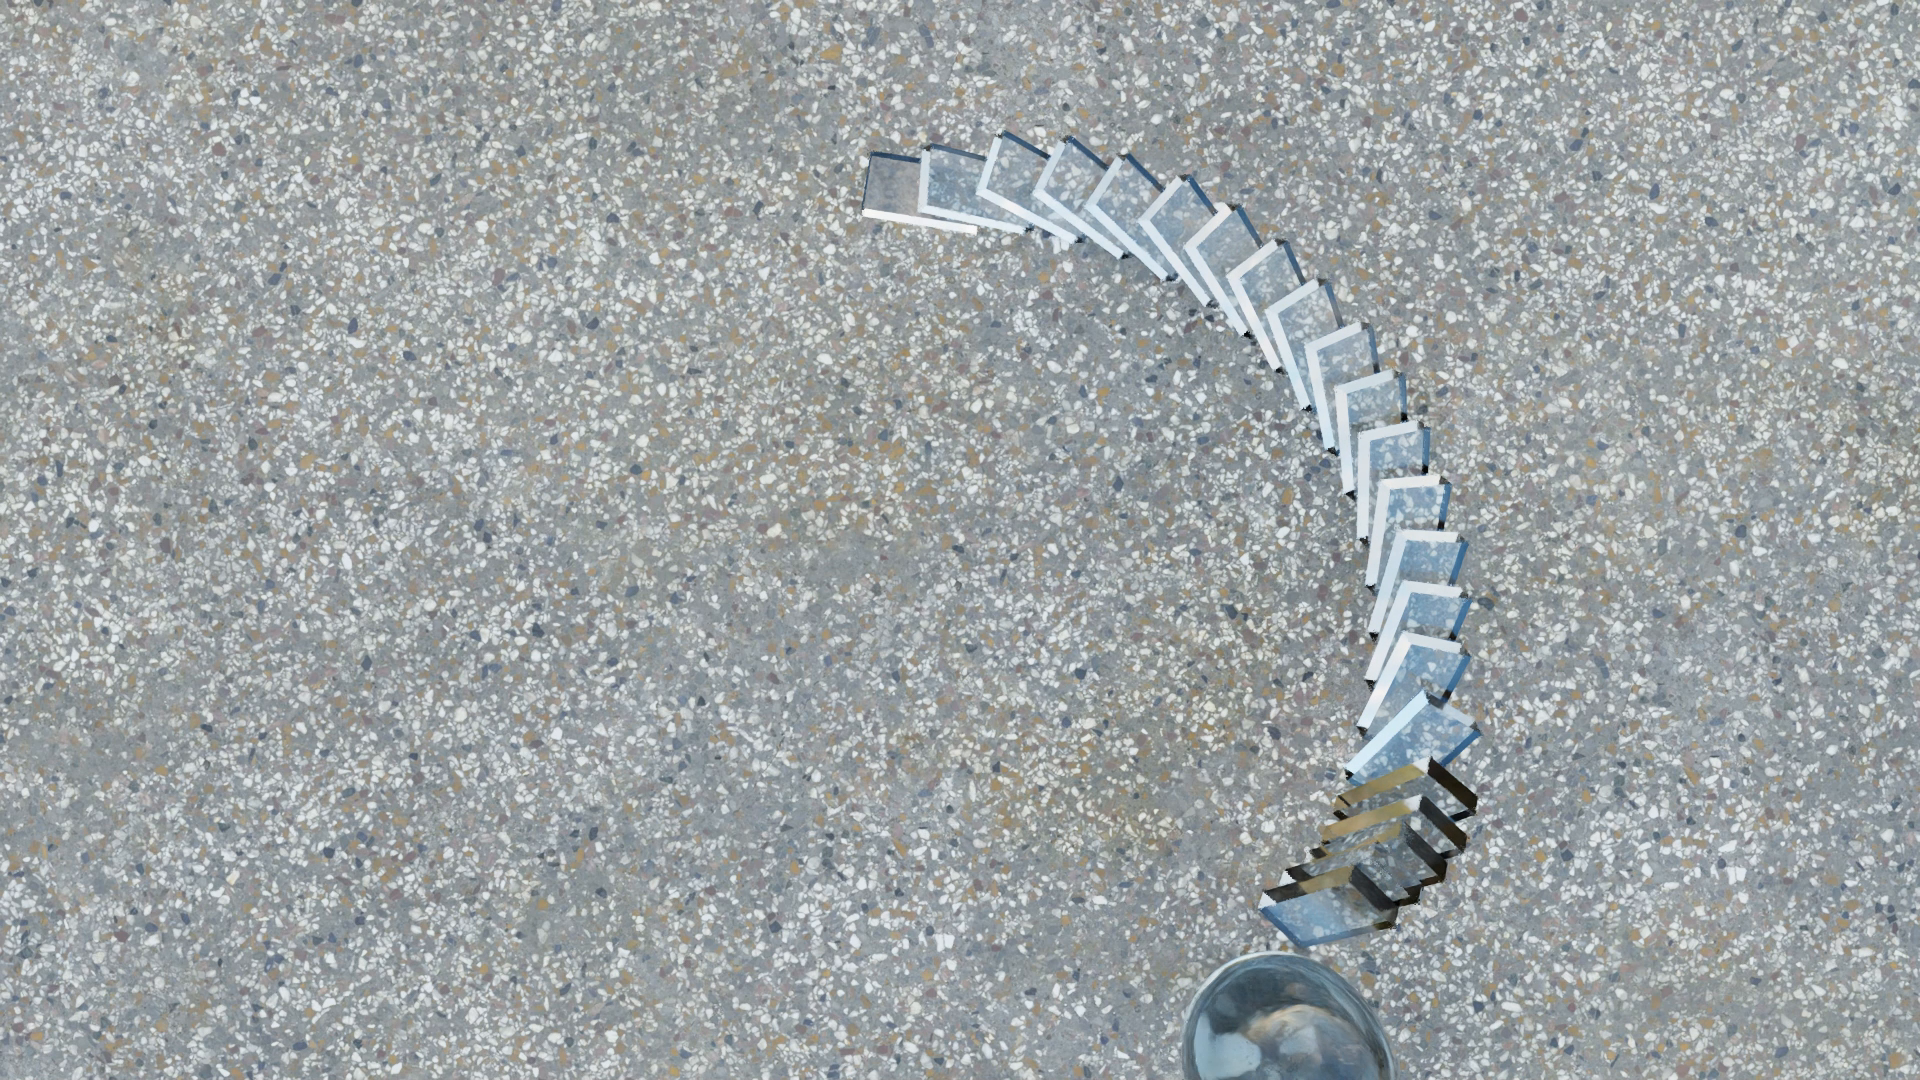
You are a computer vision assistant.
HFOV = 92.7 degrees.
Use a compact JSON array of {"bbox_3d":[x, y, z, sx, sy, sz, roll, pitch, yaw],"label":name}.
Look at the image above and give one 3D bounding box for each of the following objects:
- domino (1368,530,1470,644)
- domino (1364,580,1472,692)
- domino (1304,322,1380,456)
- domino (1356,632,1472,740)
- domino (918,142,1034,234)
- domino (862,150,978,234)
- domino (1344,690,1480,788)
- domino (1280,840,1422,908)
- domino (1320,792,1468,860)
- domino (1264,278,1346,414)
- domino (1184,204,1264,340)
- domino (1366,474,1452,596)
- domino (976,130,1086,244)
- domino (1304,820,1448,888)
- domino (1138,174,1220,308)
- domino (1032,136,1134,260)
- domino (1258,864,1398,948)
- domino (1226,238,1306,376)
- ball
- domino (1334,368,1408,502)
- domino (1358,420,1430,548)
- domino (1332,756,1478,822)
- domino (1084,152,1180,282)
[{"bbox_3d":[0.191,0.021,0.384,0.025,0.009,0.050,3,117,0],"label":"domino"},{"bbox_3d":[0.191,0.042,0.384,0.025,0.009,0.050,7,117,0],"label":"domino"},{"bbox_3d":[0.163,-0.063,0.384,0.025,0.009,0.050,-24,117,0],"label":"domino"},{"bbox_3d":[0.190,0.064,0.384,0.025,0.009,0.050,12,117,0],"label":"domino"},{"bbox_3d":[0.008,-0.147,0.385,0.050,0.009,0.025,3,92,-25],"label":"domino"},{"bbox_3d":[-0.015,-0.150,0.395,0.050,0.009,0.025,9,90,0],"label":"domino"},{"bbox_3d":[0.189,0.089,0.384,0.025,0.009,0.050,31,118,-1],"label":"domino"},{"bbox_3d":[0.160,0.143,0.379,0.025,0.050,0.009,44,47,0],"label":"domino"},{"bbox_3d":[0.178,0.124,0.379,0.025,0.050,0.010,44,47,0],"label":"domino"},{"bbox_3d":[0.149,-0.081,0.384,0.025,0.010,0.050,-32,117,0],"label":"domino"},{"bbox_3d":[0.118,-0.112,0.384,0.025,0.010,0.050,-44,117,0],"label":"domino"},{"bbox_3d":[0.187,-0.002,0.384,0.025,0.010,0.050,-5,117,0],"label":"domino"},{"bbox_3d":[0.034,-0.147,0.385,0.050,0.009,0.025,18,90,-25],"label":"domino"},{"bbox_3d":[0.170,0.134,0.379,0.025,0.050,0.009,44,47,0],"label":"domino"},{"bbox_3d":[0.100,-0.125,0.385,0.050,0.009,0.025,42,90,-26],"label":"domino"},{"bbox_3d":[0.057,-0.143,0.385,0.050,0.009,0.025,27,90,-27],"label":"domino"},{"bbox_3d":[0.151,0.152,0.379,0.025,0.050,0.009,44,47,0],"label":"domino"},{"bbox_3d":[0.134,-0.097,0.384,0.025,0.009,0.050,-38,117,0],"label":"domino"},{"bbox_3d":[0.128,0.205,0.360,0.080,0.080,0.080,0,90,0],"label":"ball"},{"bbox_3d":[0.173,-0.043,0.384,0.025,0.010,0.050,-17,117,0],"label":"domino"},{"bbox_3d":[0.181,-0.023,0.384,0.025,0.009,0.050,-12,117,0],"label":"domino"},{"bbox_3d":[0.183,0.109,0.379,0.025,0.050,0.010,40,47,0],"label":"domino"},{"bbox_3d":[0.078,-0.135,0.385,0.050,0.010,0.025,33,90,-26],"label":"domino"}]
